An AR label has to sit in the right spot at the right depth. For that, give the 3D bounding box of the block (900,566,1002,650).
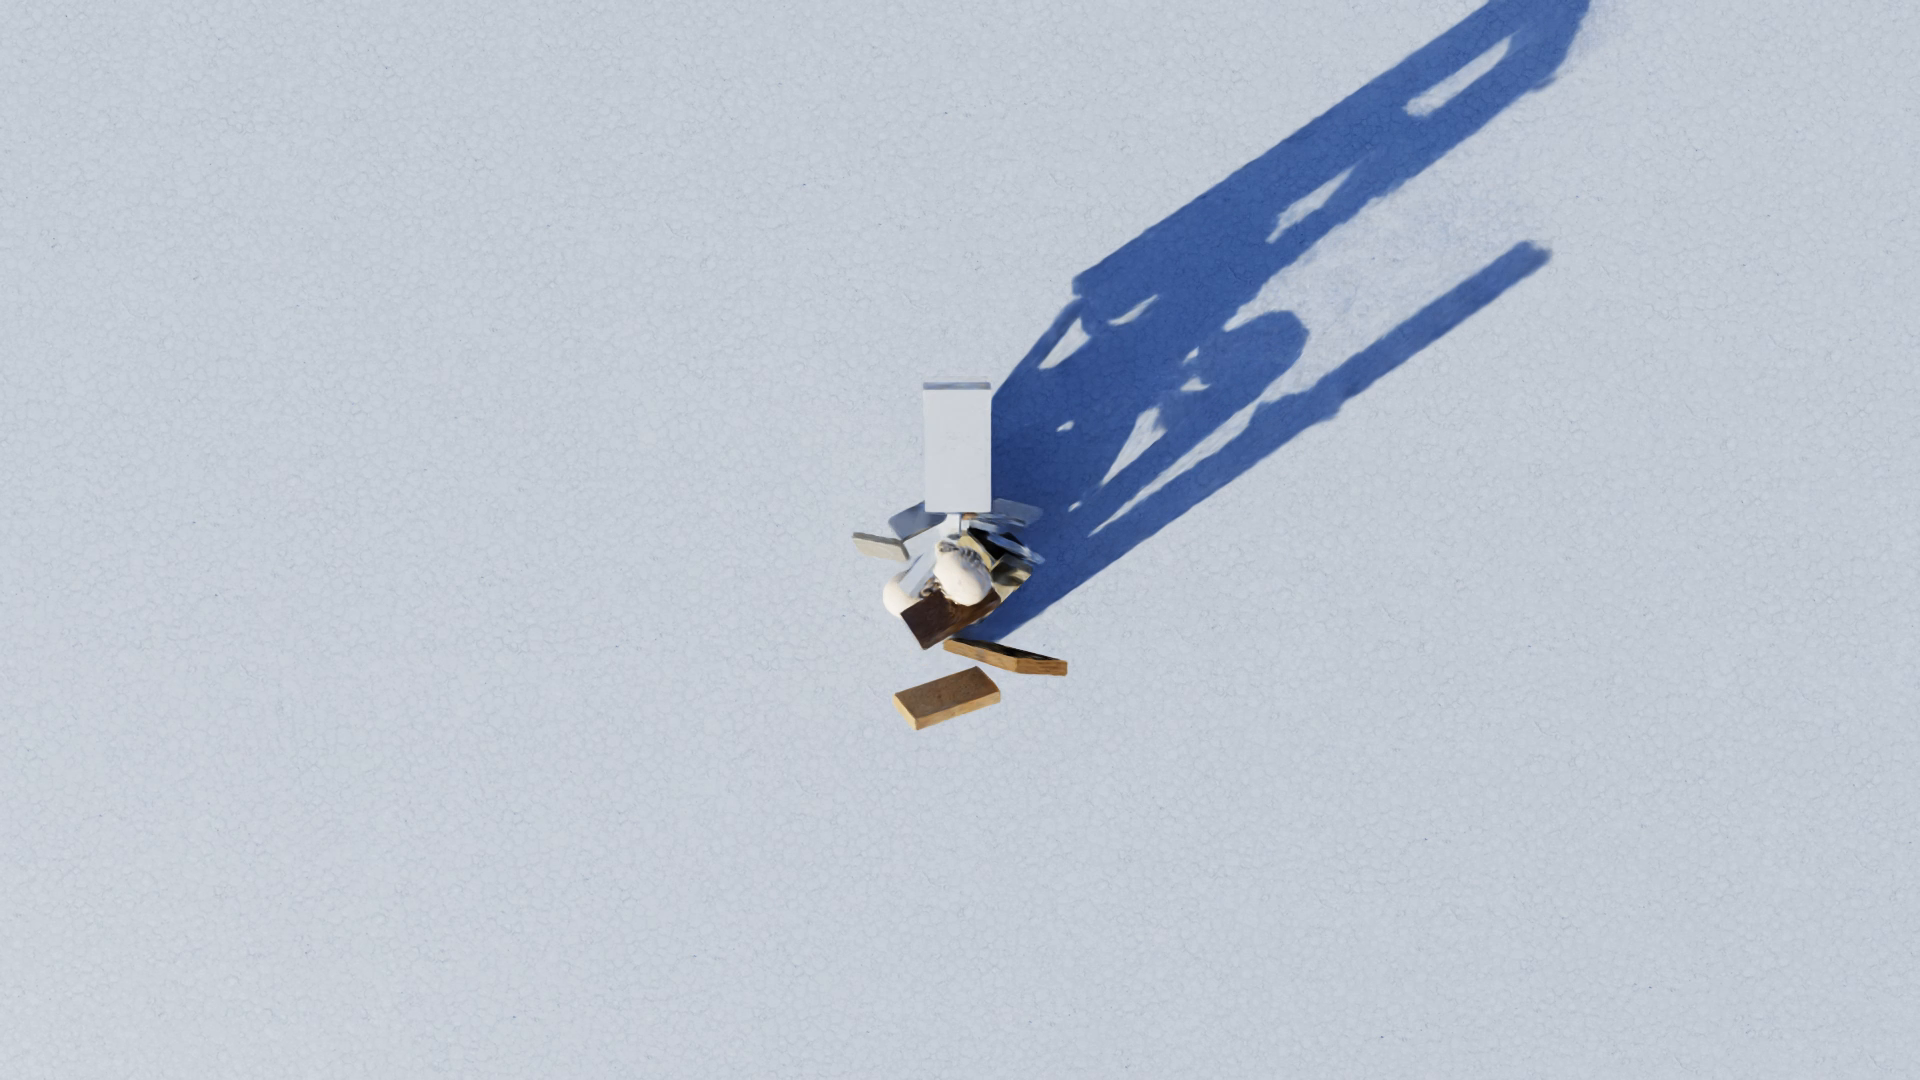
[{"bbox_3d":[-0.027,0.205,4.926,0.275,0.039,0.138,-30,53,-7],"label":"block"}]

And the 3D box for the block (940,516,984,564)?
[{"bbox_3d":[0.007,-0.058,5.174,0.149,0.042,0.298,-8,129,1],"label":"block"}]

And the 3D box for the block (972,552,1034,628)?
[{"bbox_3d":[0.095,0.164,5.187,0.097,0.655,0.027,27,69,-5],"label":"block"}]

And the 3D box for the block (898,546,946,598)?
[{"bbox_3d":[-0.114,0.097,4.964,0.022,0.079,0.158,40,89,-30],"label":"block"}]

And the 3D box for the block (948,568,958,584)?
[{"bbox_3d":[0.027,0.099,5.443,0.111,0.031,0.222,12,109,-5],"label":"block"}]

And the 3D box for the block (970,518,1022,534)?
[{"bbox_3d":[0.109,-0.046,5.013,0.086,0.171,0.024,-7,101,-28],"label":"block"}]

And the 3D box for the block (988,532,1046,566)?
[{"bbox_3d":[0.168,0.026,4.939,0.171,0.086,0.024,24,86,44],"label":"block"}]

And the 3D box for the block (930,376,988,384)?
[{"bbox_3d":[-0.004,-0.420,4.674,0.167,1.048,0.047,0,98,0],"label":"block"}]

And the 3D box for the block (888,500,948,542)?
[{"bbox_3d":[-0.123,-0.061,4.822,0.158,0.022,0.079,-27,67,-26],"label":"block"}]

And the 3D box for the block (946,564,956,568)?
[{"bbox_3d":[0.006,-0.020,5.368,0.111,0.031,0.222,-3,109,0],"label":"block"}]

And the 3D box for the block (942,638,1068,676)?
[{"bbox_3d":[0.113,0.342,4.920,0.138,1.153,0.039,4,89,-10],"label":"block"}]

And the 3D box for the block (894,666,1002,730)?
[{"bbox_3d":[-0.036,0.451,4.724,0.275,0.138,0.039,-17,126,-23],"label":"block"}]

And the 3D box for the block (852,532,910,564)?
[{"bbox_3d":[-0.228,0.021,4.755,0.158,0.079,0.022,11,57,26],"label":"block"}]

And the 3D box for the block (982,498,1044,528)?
[{"bbox_3d":[0.157,-0.083,4.970,0.171,0.086,0.024,15,125,38],"label":"block"}]

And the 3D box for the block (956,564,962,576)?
[{"bbox_3d":[0.037,0.079,5.318,0.091,0.026,0.182,-16,116,5],"label":"block"}]

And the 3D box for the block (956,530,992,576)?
[{"bbox_3d":[0.045,0.051,5.221,0.097,0.027,0.194,-8,129,1],"label":"block"}]

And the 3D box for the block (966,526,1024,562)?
[{"bbox_3d":[0.116,0.006,5.083,0.097,0.027,0.194,-33,55,-15],"label":"block"}]

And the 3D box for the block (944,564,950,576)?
[{"bbox_3d":[0.003,0.008,5.445,0.111,0.031,0.222,1,111,1],"label":"block"}]

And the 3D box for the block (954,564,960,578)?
[{"bbox_3d":[0.027,0.065,5.367,0.091,0.026,0.182,-15,108,4],"label":"block"}]

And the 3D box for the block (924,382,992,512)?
[{"bbox_3d":[-0.005,-0.232,4.176,0.167,0.047,0.335,0,117,0],"label":"block"}]

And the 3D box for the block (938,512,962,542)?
[{"bbox_3d":[-0.028,-0.061,4.907,0.065,0.018,0.131,20,132,17],"label":"block"}]

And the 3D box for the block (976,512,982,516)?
[{"bbox_3d":[-0.003,-0.166,4.975,0.149,0.298,0.042,-5,56,-1],"label":"block"}]

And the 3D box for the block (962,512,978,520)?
[{"bbox_3d":[0.010,-0.079,5.002,0.065,0.131,0.018,-11,82,7],"label":"block"}]
